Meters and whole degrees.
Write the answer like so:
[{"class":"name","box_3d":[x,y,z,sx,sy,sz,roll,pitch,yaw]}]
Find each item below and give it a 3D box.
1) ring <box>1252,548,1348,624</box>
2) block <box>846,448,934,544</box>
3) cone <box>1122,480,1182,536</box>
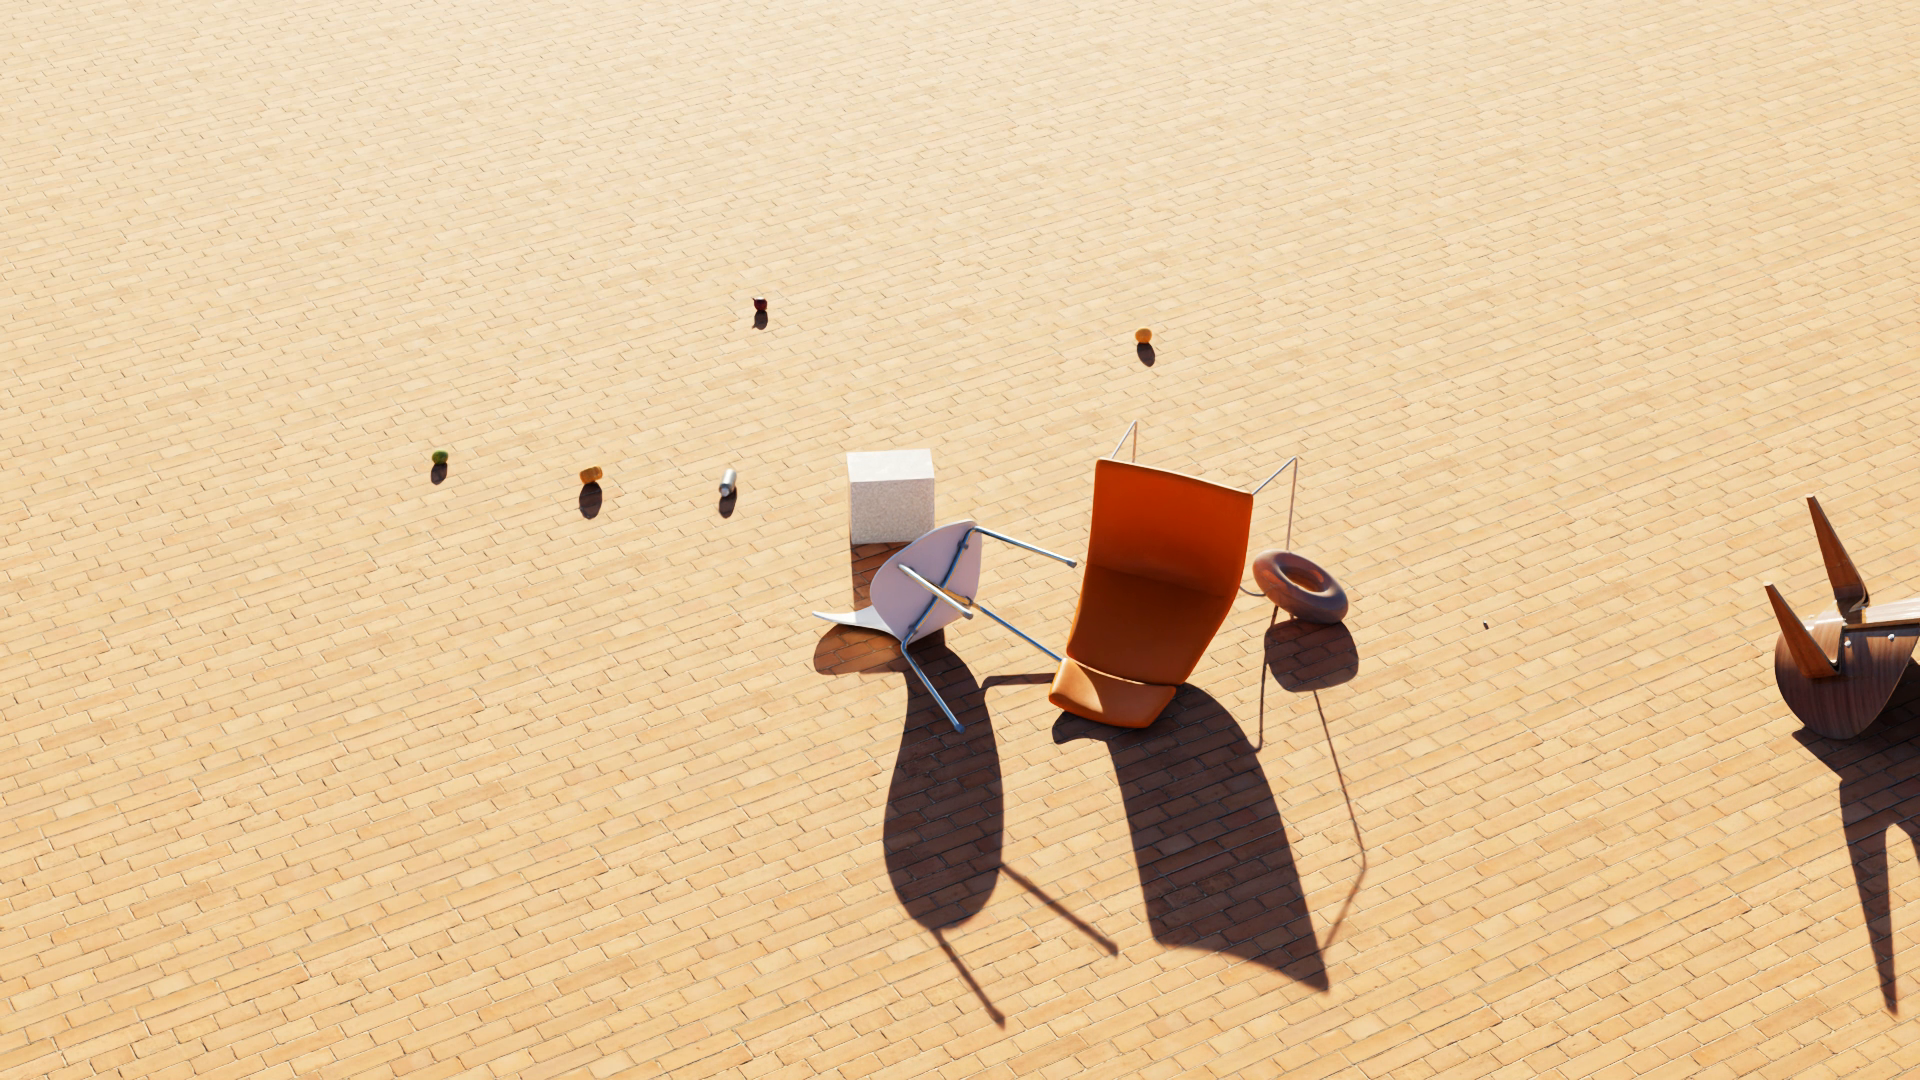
[{"class":"ring","box_3d":[1.221,0.167,10.522,0.394,0.125,0.218,33,50,19]},{"class":"block","box_3d":[-0.258,-0.162,10.940,0.311,0.275,0.202,-3,34,-5]},{"class":"cone","box_3d":[0.727,-0.093,11.000,0.231,0.220,0.181,11,62,-26]}]
